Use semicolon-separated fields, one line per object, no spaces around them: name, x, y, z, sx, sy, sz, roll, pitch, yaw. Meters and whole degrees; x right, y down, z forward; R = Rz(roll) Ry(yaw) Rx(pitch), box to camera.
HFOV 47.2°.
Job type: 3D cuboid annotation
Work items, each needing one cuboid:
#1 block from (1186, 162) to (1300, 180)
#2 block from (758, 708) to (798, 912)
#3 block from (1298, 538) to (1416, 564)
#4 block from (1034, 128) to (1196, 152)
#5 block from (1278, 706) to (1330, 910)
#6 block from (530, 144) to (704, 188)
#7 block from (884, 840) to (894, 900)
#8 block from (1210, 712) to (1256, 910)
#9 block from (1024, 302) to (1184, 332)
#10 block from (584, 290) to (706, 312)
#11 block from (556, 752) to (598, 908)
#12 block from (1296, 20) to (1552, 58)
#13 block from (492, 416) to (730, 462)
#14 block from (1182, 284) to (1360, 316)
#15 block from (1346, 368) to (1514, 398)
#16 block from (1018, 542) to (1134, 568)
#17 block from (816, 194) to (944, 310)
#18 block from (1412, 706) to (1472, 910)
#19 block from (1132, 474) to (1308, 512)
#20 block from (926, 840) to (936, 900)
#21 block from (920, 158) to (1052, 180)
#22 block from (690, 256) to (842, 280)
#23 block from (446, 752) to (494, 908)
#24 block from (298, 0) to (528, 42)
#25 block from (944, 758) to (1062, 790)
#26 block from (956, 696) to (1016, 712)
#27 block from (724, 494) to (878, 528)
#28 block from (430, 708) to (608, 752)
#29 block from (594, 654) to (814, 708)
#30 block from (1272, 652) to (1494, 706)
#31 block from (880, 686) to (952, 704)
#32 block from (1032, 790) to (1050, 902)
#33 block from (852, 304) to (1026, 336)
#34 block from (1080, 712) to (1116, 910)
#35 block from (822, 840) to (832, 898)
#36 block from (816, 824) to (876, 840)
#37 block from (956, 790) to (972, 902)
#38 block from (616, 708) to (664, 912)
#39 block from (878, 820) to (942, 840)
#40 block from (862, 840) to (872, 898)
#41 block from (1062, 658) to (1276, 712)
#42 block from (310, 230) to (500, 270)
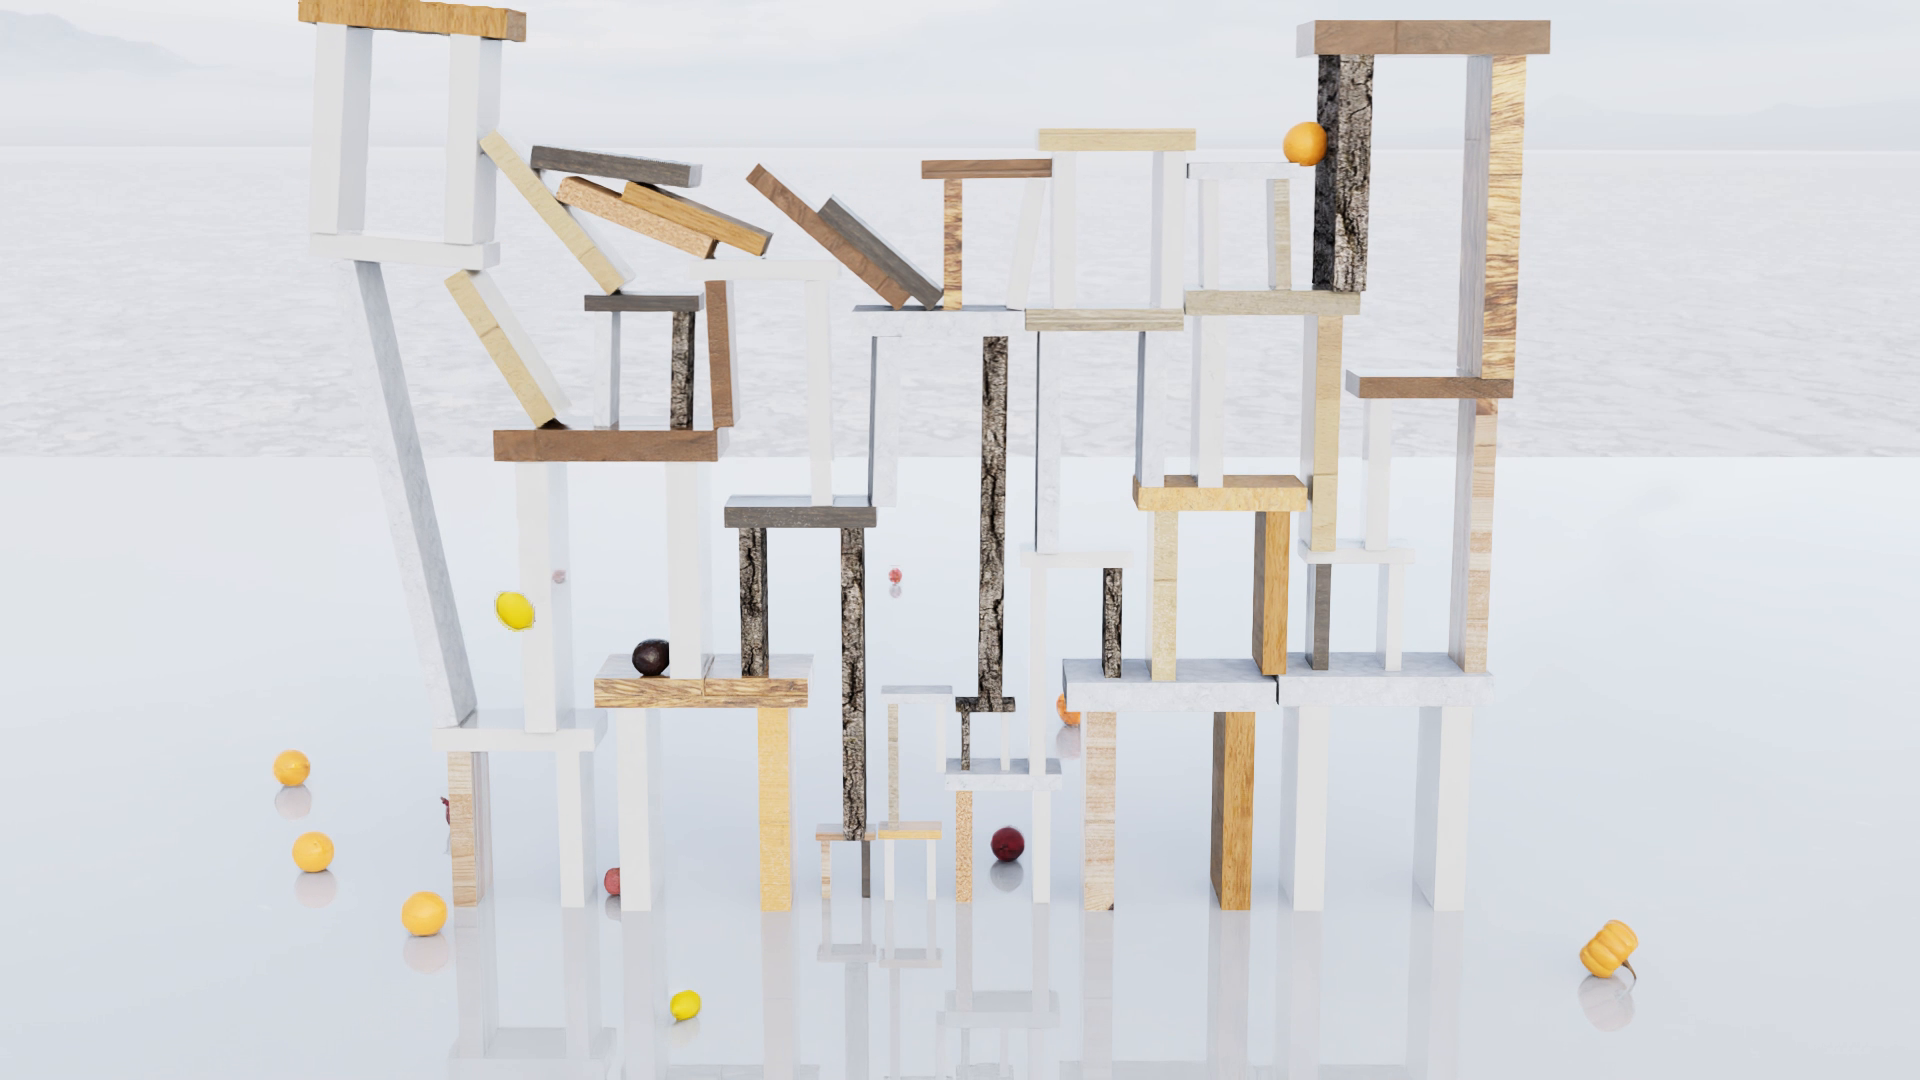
block;0.441;-0.580;3.455;0.170;0.024;0.085;0;11;0
block;-0.301;0.422;3.639;0.048;0.342;0.171;0;11;0
block;0.642;0.018;3.567;0.176;0.025;0.088;0;11;0
block;0.241;-0.627;3.440;0.242;0.034;0.121;0;11;-1
block;0.569;0.420;3.642;0.049;0.344;0.172;0;11;0
block;-0.537;-0.588;3.458;0.248;0.035;0.124;8;11;1
block;-0.117;0.539;3.656;0.015;0.104;0.052;0;11;0
block;0.451;0.425;3.642;0.047;0.335;0.167;0;11;0
block;0.226;-0.355;3.492;0.247;0.035;0.123;0;11;-1
block;-0.498;-0.379;3.489;0.181;0.026;0.090;0;11;1
block;-0.635;0.460;3.646;0.037;0.265;0.132;0;11;0
block;0.716;-0.778;3.421;0.358;0.051;0.179;0;11;0
block;-0.555;-0.163;3.529;0.351;0.050;0.176;0;11;0
block;0.487;-0.381;3.490;0.272;0.039;0.136;0;11;0
block;0.749;-0.251;3.517;0.243;0.034;0.121;0;11;0
block;0.187;0.023;3.560;0.182;0.026;0.091;0;11;0
block;-0.125;-0.455;3.469;0.231;0.033;0.116;40;8;-9
block;0.798;0.420;3.642;0.049;0.344;0.172;0;11;0
block;0.416;-0.076;3.546;0.266;0.038;0.133;0;11;0
block;-0.048;0.539;3.656;0.015;0.104;0.052;0;11;0
block;0.041;-0.584;3.457;0.203;0.029;0.102;-1;11;0
block;-0.305;-0.431;3.477;0.230;0.033;0.115;0;11;0
block;-0.811;0.460;3.646;0.037;0.265;0.132;0;11;0
block;-0.846;-0.812;3.414;0.316;0.045;0.158;5;11;-1
block;0.071;0.387;3.636;0.192;0.027;0.096;0;11;0
block;0.042;0.271;3.615;0.098;0.014;0.049;0;11;0
block;-0.254;-0.047;3.546;0.241;0.034;0.121;0;11;0
block;-0.723;0.311;3.618;0.265;0.037;0.132;0;11;0
block;-0.415;0.230;3.604;0.342;0.048;0.171;0;11;0
block;0.683;0.227;3.606;0.344;0.049;0.172;0;11;0
block;-0.070;0.253;3.603;0.116;0.016;0.058;0;11;0
block;0.135;0.495;3.656;0.027;0.192;0.096;0;11;0
block;-0.034;-0.349;3.495;0.270;0.038;0.135;0;11;0
block;0.227;0.425;3.642;0.047;0.335;0.167;0;11;0
block;-0.222;0.541;3.664;0.014;0.099;0.049;0;11;0
block;-0.189;0.485;3.654;0.099;0.014;0.049;0;11;0
block;0.007;0.495;3.656;0.027;0.192;0.096;0;11;0
block;-0.529;0.422;3.639;0.048;0.342;0.171;0;11;0
block;-0.082;0.481;3.645;0.104;0.015;0.052;0;11;0
block;-0.156;0.541;3.664;0.014;0.099;0.049;0;11;0
block;0.339;0.237;3.607;0.335;0.047;0.167;0;11;0
block;-0.875;-0.461;3.476;0.268;0.038;0.134;4;11;-1
